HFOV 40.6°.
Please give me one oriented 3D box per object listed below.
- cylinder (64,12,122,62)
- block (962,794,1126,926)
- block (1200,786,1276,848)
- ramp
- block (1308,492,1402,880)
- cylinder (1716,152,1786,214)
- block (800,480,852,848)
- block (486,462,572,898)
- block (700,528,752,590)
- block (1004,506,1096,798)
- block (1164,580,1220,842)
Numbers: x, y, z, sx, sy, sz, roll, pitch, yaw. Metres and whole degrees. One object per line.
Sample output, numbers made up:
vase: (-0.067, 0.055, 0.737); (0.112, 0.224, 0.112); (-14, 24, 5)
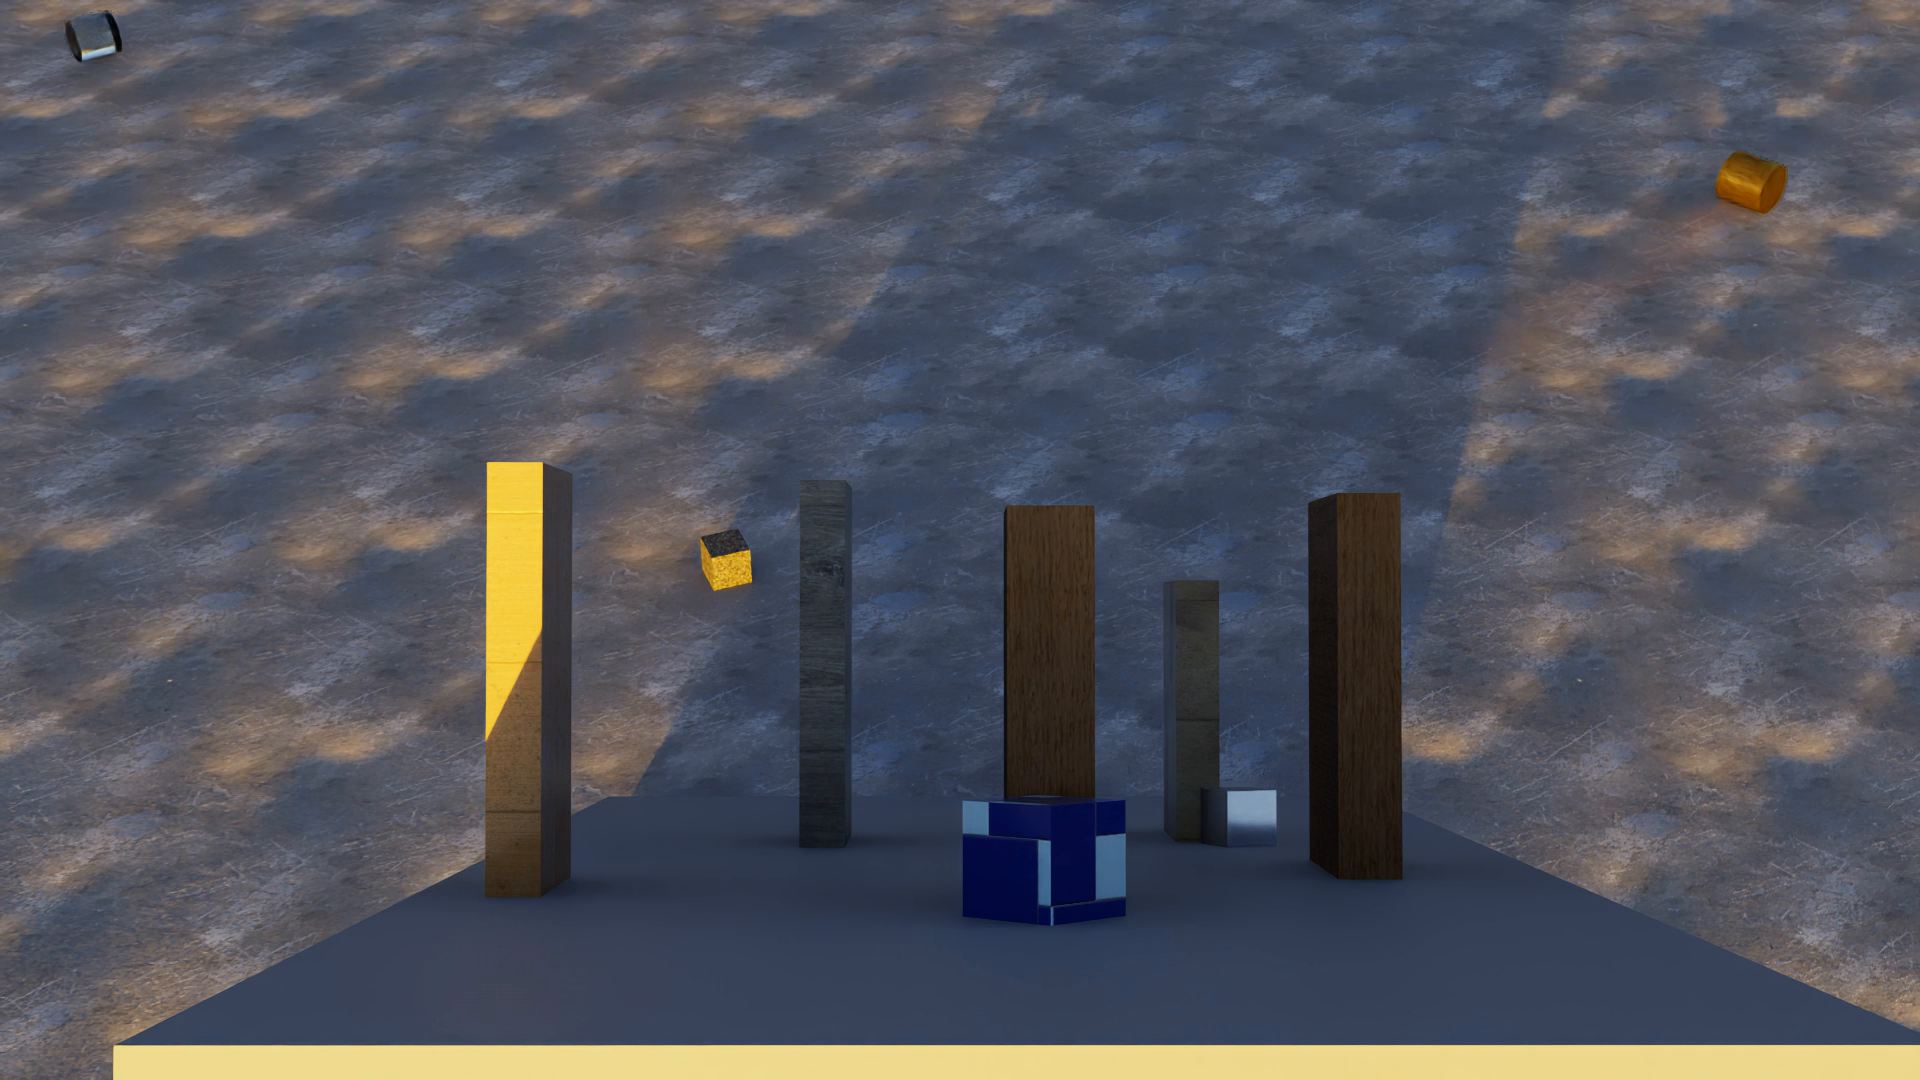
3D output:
cylinder: (-3.599, -2.091, 10.784); (0.172, 0.172, 0.172); (-22, 41, -28)
block: (0.132, 0.499, 4.070); (0.181, 0.181, 0.181); (-2, -2, 42)
block: (0.576, 0.572, 5.368); (0.114, 0.114, 0.114); (1, -2, -23)
ramp: (0.077, 0.663, 4.829); (2.000, 0.100, 4.000); (0, -2, 0)
block: (0.734, 0.267, 4.847); (0.114, 0.692, 0.387); (0, -2, 0)
cylinder: (2.952, -1.335, 9.693); (0.182, 0.182, 0.182); (-30, 45, -35)
block: (-0.281, 0.257, 5.469); (0.093, 0.750, 0.332); (0, -2, 0)
block: (-0.749, 0.239, 4.527); (0.093, 0.729, 0.337); (0, -2, 0)
block: (-0.698, 0.058, 7.750); (0.118, 0.118, 0.118); (-13, 37, -18)
block: (0.147, 0.273, 4.363); (0.142, 0.649, 0.316); (0, -2, 0)
block: (0.496, 0.363, 5.585); (0.091, 0.546, 0.327); (0, -2, 0)
